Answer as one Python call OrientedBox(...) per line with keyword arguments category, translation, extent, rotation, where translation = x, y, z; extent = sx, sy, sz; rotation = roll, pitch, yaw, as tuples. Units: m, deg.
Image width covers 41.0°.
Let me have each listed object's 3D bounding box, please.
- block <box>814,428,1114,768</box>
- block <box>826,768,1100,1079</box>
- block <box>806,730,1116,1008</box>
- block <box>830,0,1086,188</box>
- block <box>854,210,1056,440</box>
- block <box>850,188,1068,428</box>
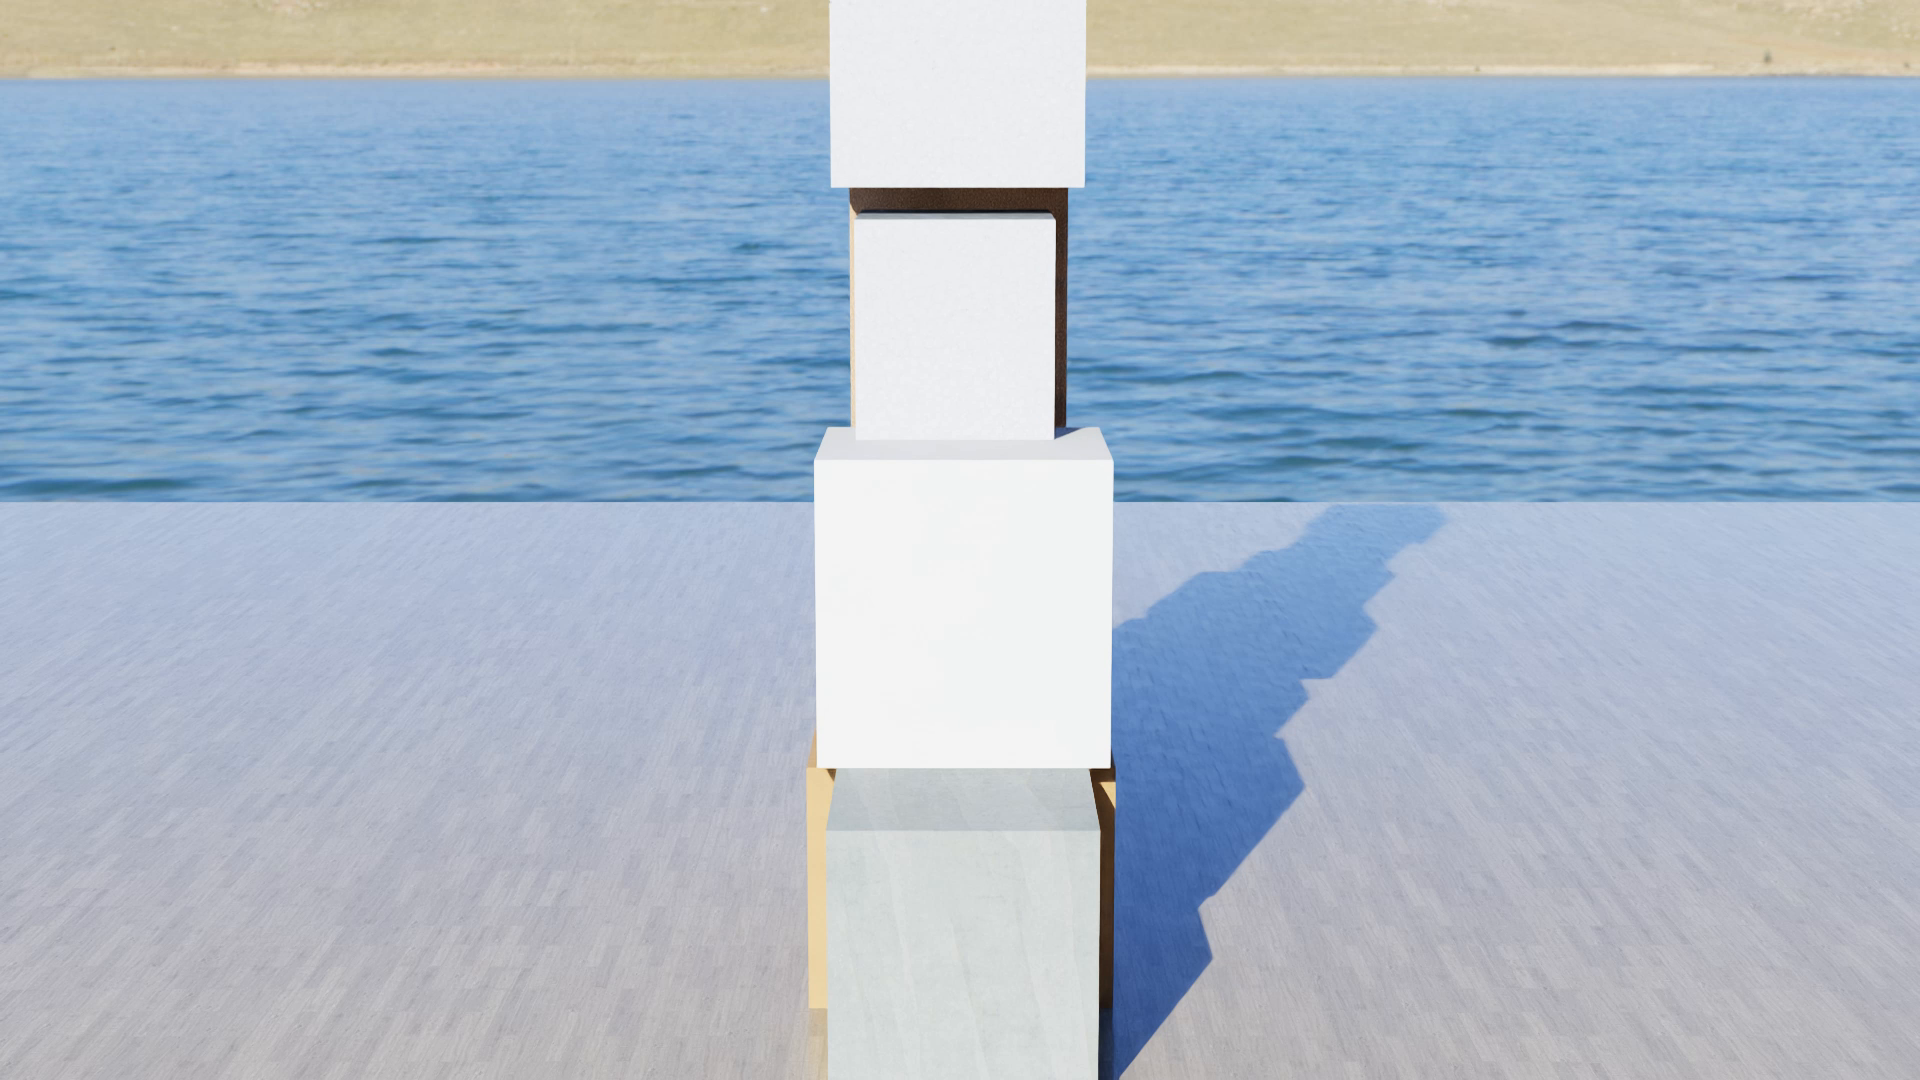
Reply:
OrientedBox(category="block", translation=(0.014, 0.196, 9.826), extent=(1.079, 1.143, 0.960), rotation=(0, 10, 0))
OrientedBox(category="block", translation=(0.010, 1.383, 9.212), extent=(0.928, 0.983, 0.928), rotation=(0, 10, 0))
OrientedBox(category="block", translation=(0.004, 1.213, 10.250), extent=(1.157, 0.945, 1.156), rotation=(0, 10, 0))
OrientedBox(category="block", translation=(-0.009, -1.918, 10.368), extent=(0.981, 0.926, 1.064), rotation=(0, 11, 0))
OrientedBox(category="block", translation=(-0.019, -0.865, 10.134), extent=(0.758, 0.837, 0.801), rotation=(0, 10, 0))
OrientedBox(category="block", translation=(-0.005, -1.020, 10.985), extent=(0.891, 1.068, 0.923), rotation=(0, 11, 0))
